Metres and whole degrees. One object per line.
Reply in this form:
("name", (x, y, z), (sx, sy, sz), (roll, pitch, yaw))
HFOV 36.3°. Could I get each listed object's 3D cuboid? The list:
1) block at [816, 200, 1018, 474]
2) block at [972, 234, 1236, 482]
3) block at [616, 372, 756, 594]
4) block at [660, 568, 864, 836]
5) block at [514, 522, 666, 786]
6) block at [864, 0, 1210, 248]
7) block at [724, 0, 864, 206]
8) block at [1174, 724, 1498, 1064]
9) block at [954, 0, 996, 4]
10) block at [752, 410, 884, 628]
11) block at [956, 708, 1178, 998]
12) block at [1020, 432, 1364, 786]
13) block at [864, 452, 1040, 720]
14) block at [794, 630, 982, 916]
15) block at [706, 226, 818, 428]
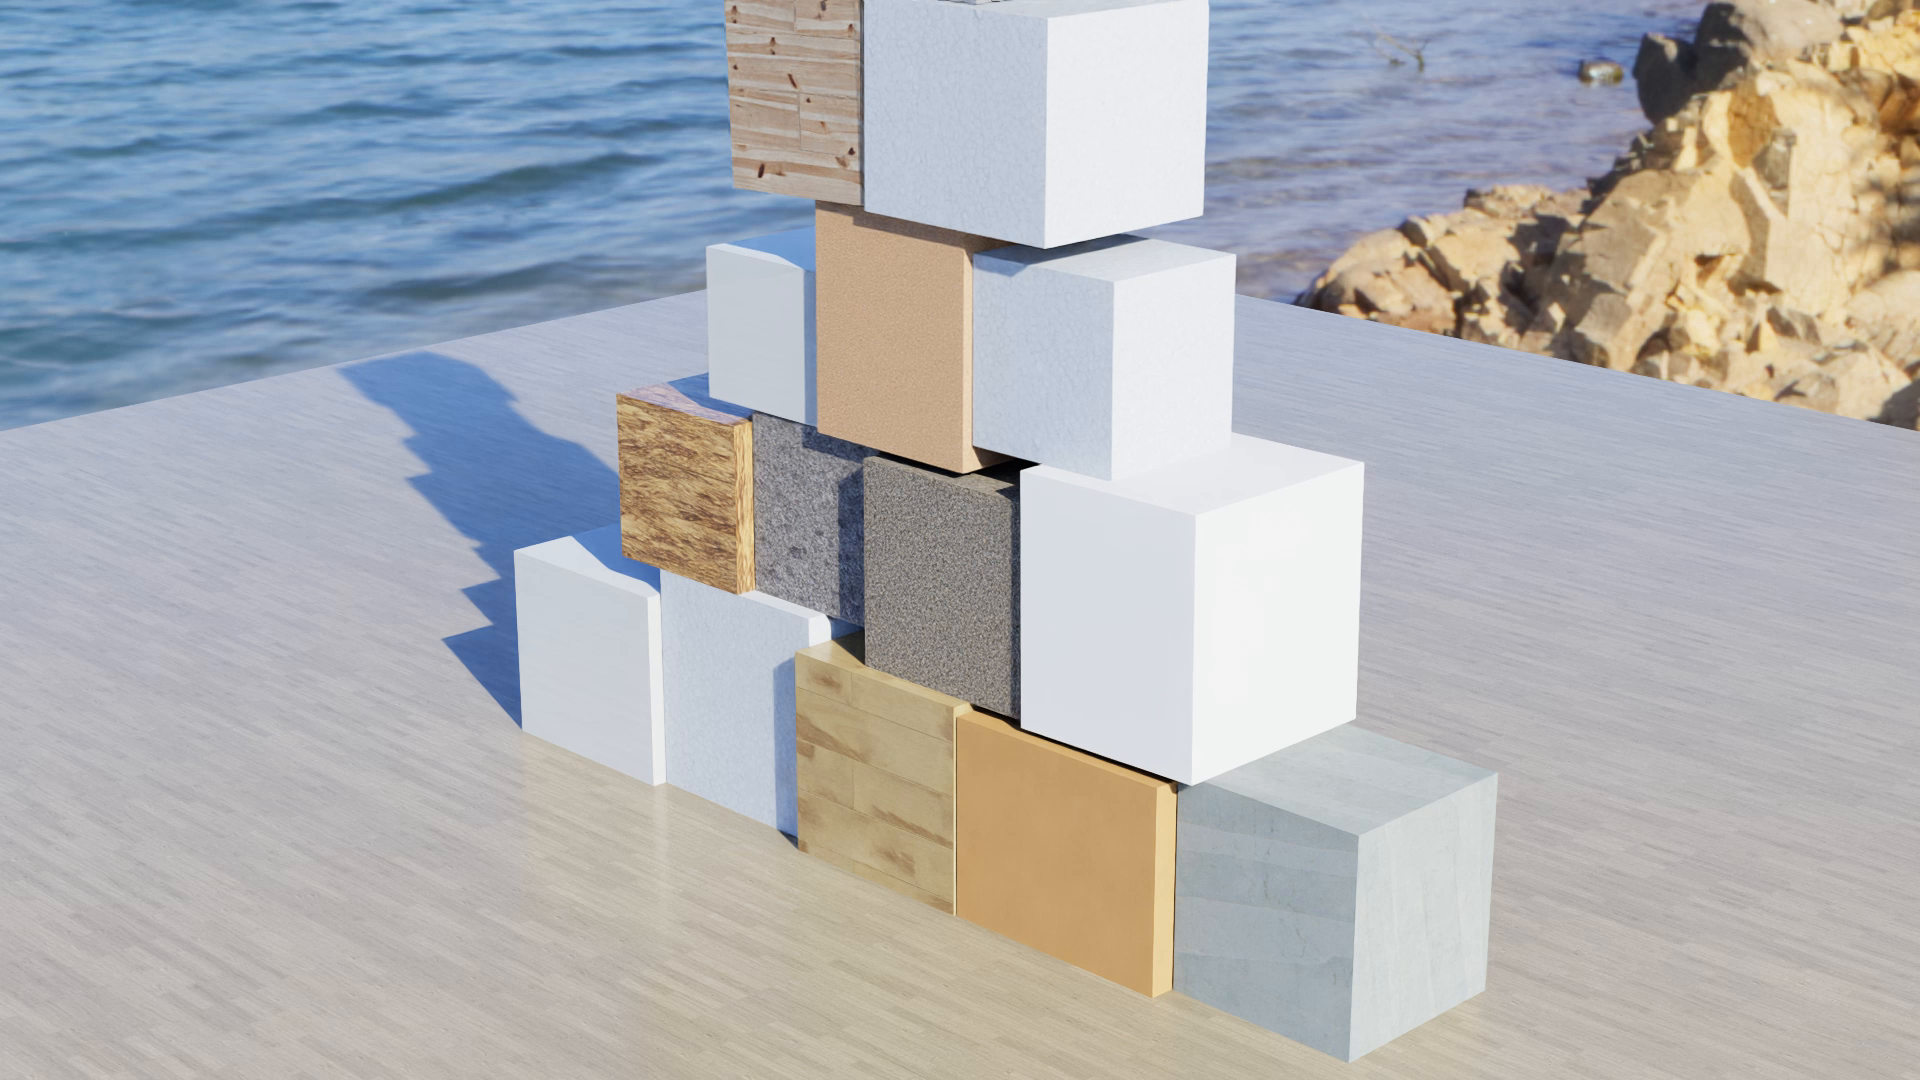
("block", (0.003, -0.987, 13.020), (0.891, 1.068, 0.923), (-17, 24, -42))
("block", (0.605, -0.801, 12.427), (0.758, 0.837, 0.801), (-17, 24, -42))
("block", (-1.009, -0.327, 14.291), (0.969, 0.821, 0.863), (-17, 24, -42))
("block", (-0.730, 0.680, 14.320), (0.968, 1.117, 1.071), (-17, 24, -42))
("block", (-1.501, 0.518, 15.063), (1.100, 0.980, 1.070), (-17, 24, -42))
("block", (0.317, -1.840, 12.419), (0.981, 0.926, 1.064), (-17, 24, -42))
("block", (-0.392, -2.039, 13.093), (0.936, 0.896, 0.873), (-17, 22, -42))
("block", (1.552, 1.423, 12.178), (0.928, 0.983, 0.928), (-17, 24, -42))
("block", (0.004, -2.779, 12.450), (0.832, 0.838, 1.002), (-17, 24, -42))
("block", (-0.381, -0.179, 13.702), (0.791, 0.891, 0.857), (-17, 24, -42))
("block", (0.804, 1.219, 12.889), (1.157, 0.945, 1.156), (-17, 24, -42))
("block", (0.977, 0.240, 12.413), (1.079, 1.143, 0.960), (-17, 23, -42))
("block", (0.261, 0.110, 13.082), (0.950, 0.973, 0.999), (-17, 24, -42))
("block", (0.030, 0.964, 13.633), (1.194, 0.987, 1.031), (-17, 24, -42))
("block", (-0.603, -1.014, 13.671), (0.816, 0.718, 0.802), (-17, 24, -42))
